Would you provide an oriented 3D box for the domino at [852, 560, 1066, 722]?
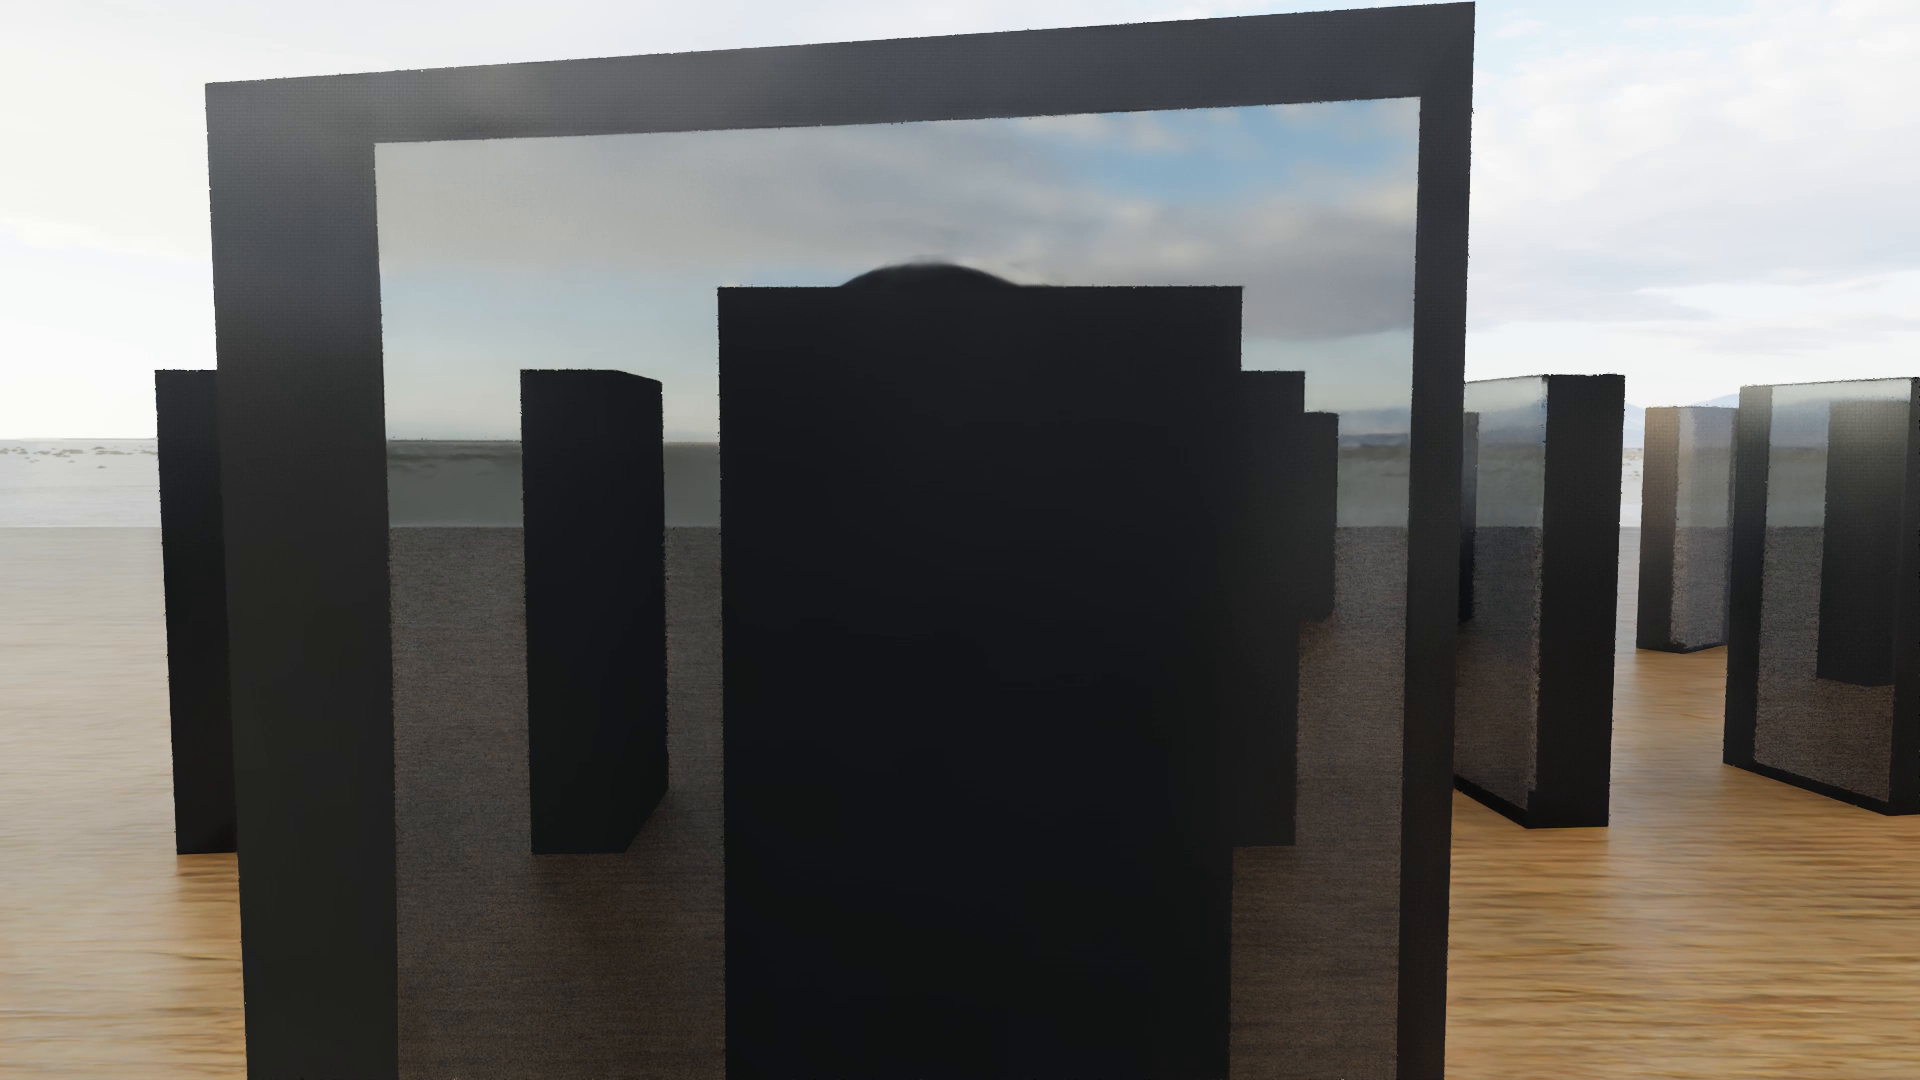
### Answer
[{"bbox_3d":[0.000,0.015,0.175,0.025,0.010,0.050,0,-19,0],"label":"domino"}]

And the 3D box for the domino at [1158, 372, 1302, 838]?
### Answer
[{"bbox_3d":[0.031,0.006,0.150,0.009,0.050,0.025,0,4,-3],"label":"domino"}]

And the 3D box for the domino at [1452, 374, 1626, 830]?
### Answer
[{"bbox_3d":[0.066,0.006,0.153,0.009,0.050,0.025,0,4,-5],"label":"domino"}]

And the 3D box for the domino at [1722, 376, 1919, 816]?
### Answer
[{"bbox_3d":[0.109,0.006,0.158,0.009,0.050,0.025,-1,4,-10],"label":"domino"}]

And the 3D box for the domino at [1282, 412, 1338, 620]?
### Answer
[{"bbox_3d":[0.088,-0.007,0.322,0.009,0.050,0.025,2,5,22],"label":"domino"}]

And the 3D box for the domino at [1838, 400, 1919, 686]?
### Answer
[{"bbox_3d":[0.174,0.000,0.232,0.025,0.050,0.009,-1,5,-18],"label":"domino"}]

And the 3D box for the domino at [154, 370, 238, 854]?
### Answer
[{"bbox_3d":[-0.078,0.007,0.144,0.009,0.050,0.025,-1,4,-8],"label":"domino"}]

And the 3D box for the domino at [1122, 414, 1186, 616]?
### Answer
[{"bbox_3d":[0.049,-0.007,0.329,0.010,0.050,0.025,0,4,-5],"label":"domino"}]

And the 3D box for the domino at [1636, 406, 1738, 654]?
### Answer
[{"bbox_3d":[0.154,-0.003,0.269,0.025,0.050,0.009,-3,5,-37],"label":"domino"}]

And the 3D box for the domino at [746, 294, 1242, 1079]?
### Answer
[{"bbox_3d":[0.002,0.012,0.071,0.025,0.050,0.009,0,4,1],"label":"domino"}]

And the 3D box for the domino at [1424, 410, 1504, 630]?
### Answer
[{"bbox_3d":[0.119,-0.005,0.303,0.009,0.050,0.025,3,5,38],"label":"domino"}]

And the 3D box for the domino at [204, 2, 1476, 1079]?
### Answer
[{"bbox_3d":[-0.003,0.015,0.031,0.025,0.050,0.010,1,4,11],"label":"domino"}]

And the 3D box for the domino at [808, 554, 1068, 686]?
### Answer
[{"bbox_3d":[-0.002,0.014,0.209,0.025,0.009,0.050,2,-15,22],"label":"domino"}]

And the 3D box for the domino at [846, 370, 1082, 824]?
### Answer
[{"bbox_3d":[0.000,0.006,0.144,0.025,0.050,0.009,0,10,0],"label":"domino"}]

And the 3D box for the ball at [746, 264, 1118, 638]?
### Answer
[{"bbox_3d":[-0.006,-0.019,0.278,0.080,0.080,0.080,0,4,0],"label":"ball"}]

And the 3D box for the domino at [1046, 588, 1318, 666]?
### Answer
[{"bbox_3d":[0.046,0.018,0.269,0.050,0.009,0.025,3,5,34],"label":"domino"}]

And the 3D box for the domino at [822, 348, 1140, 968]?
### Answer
[{"bbox_3d":[0.002,0.009,0.107,0.025,0.050,0.009,0,4,-1],"label":"domino"}]

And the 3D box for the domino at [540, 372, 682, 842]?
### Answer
[{"bbox_3d":[-0.039,0.006,0.148,0.009,0.050,0.025,0,4,-3],"label":"domino"}]

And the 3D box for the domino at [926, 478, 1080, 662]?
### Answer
[{"bbox_3d":[0.007,0.007,0.231,0.025,0.009,0.050,2,-30,0],"label":"domino"}]
